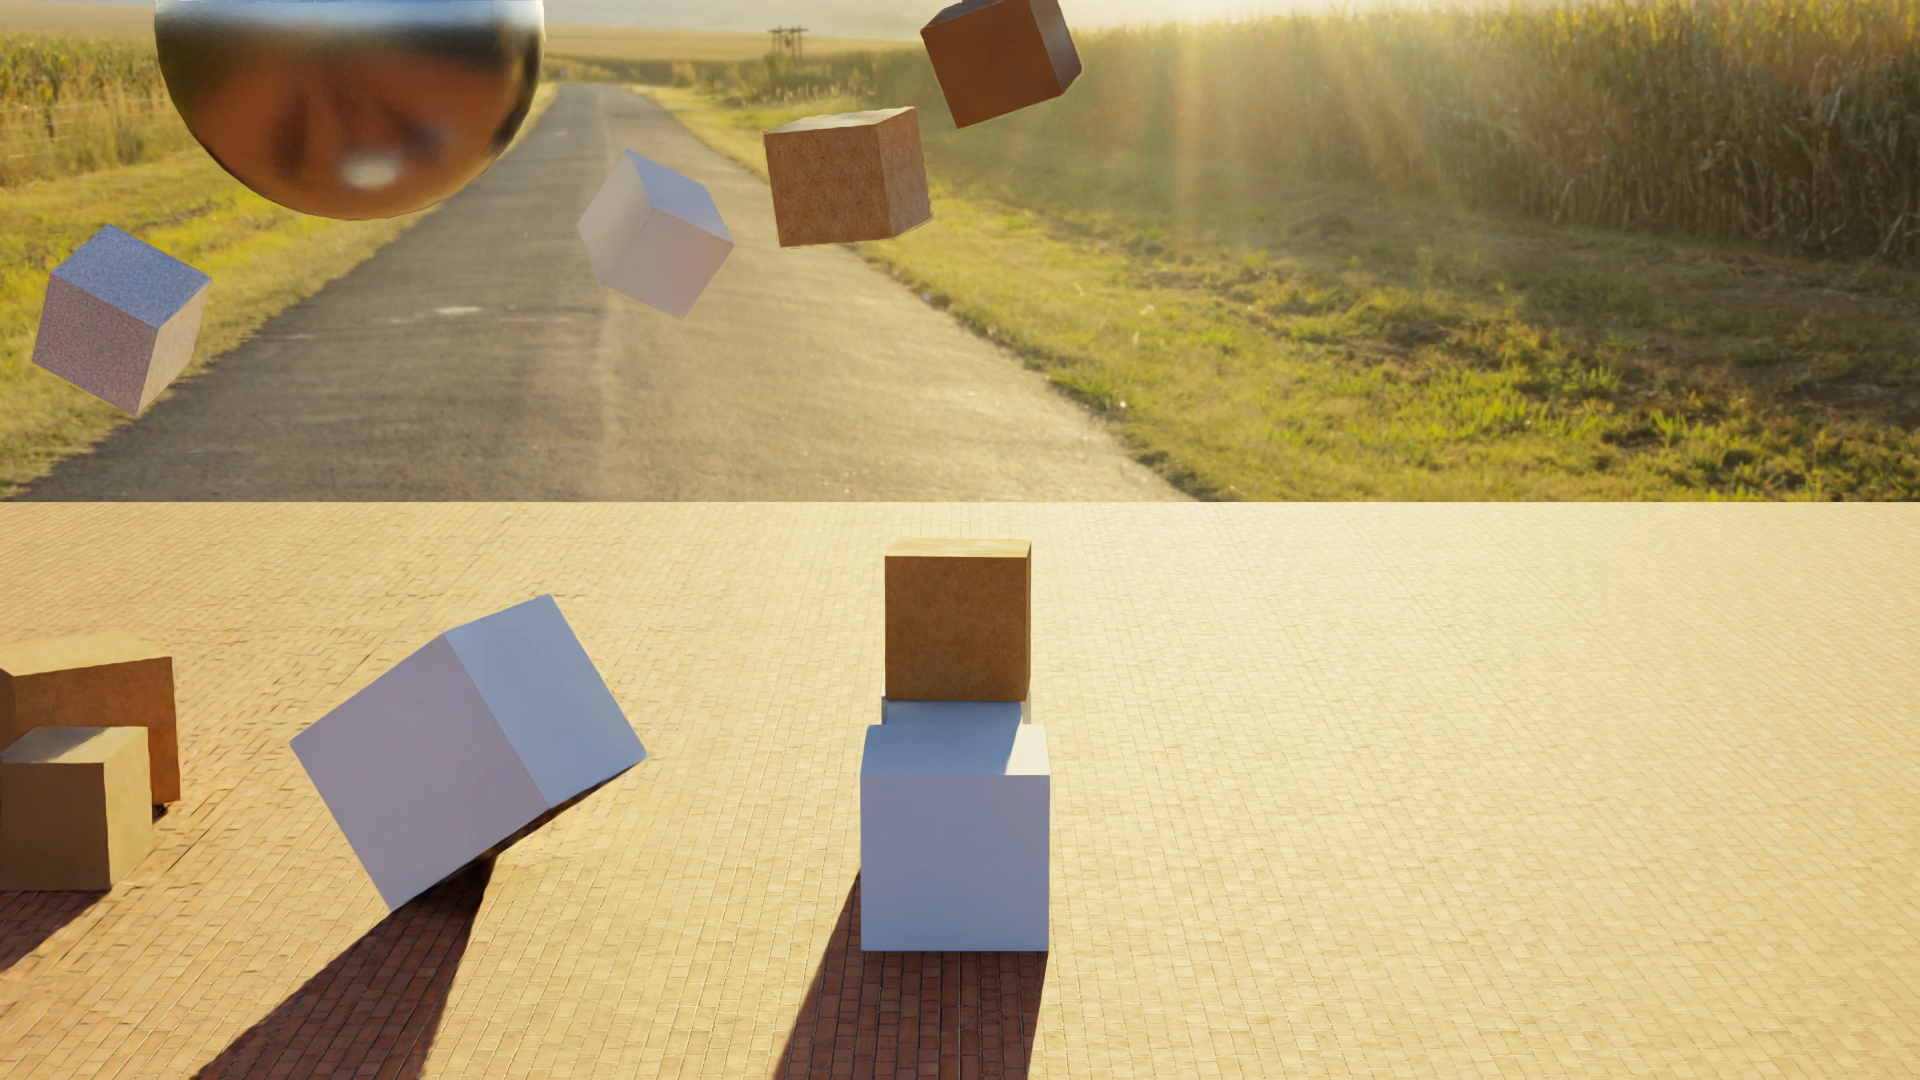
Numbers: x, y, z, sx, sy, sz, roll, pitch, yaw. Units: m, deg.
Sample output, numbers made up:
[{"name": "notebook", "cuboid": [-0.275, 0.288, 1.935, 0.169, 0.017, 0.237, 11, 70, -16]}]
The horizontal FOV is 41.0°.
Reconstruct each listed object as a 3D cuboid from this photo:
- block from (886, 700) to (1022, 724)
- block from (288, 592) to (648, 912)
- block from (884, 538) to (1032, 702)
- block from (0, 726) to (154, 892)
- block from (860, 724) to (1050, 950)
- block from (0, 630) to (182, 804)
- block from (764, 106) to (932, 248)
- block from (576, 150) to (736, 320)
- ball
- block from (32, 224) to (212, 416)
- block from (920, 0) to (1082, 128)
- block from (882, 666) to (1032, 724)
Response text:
[{"name": "block", "cuboid": [-0.025, 1.107, 11.440, 0.593, 0.728, 0.594, 0, 10, 0]}, {"name": "block", "cuboid": [-2.115, 0.906, 11.116, 0.952, 0.850, 0.872, -33, -3, 23]}, {"name": "block", "cuboid": [-0.002, 0.357, 11.732, 0.632, 0.654, 0.562, 1, 8, 4]}, {"name": "block", "cuboid": [-3.950, 1.189, 11.419, 0.507, 0.575, 0.626, 0, 10, -1]}, {"name": "block", "cuboid": [-0.019, 1.231, 10.733, 0.763, 0.738, 0.806, 0, 10, 0]}, {"name": "block", "cuboid": [-4.333, 0.900, 12.554, 0.742, 0.718, 0.813, -7, 11, -34]}, {"name": "block", "cuboid": [-0.502, -1.640, 11.569, 0.544, 0.508, 0.502, -2, 17, 21]}, {"name": "block", "cuboid": [-1.407, -1.408, 11.832, 0.448, 0.449, 0.532, 22, 26, -36]}, {"name": "ball", "cuboid": [-2.553, -2.147, 10.790, 1.600, 1.600, 1.600, 0, 10, 0]}, {"name": "block", "cuboid": [-4.151, -1.092, 12.717, 0.580, 0.582, 0.525, 28, 38, -1]}, {"name": "block", "cuboid": [0.187, -2.153, 11.284, 0.504, 0.459, 0.440, -15, 19, 21]}, {"name": "block", "cuboid": [-0.017, 0.998, 12.084, 0.683, 0.713, 0.699, 0, 10, 0]}]
